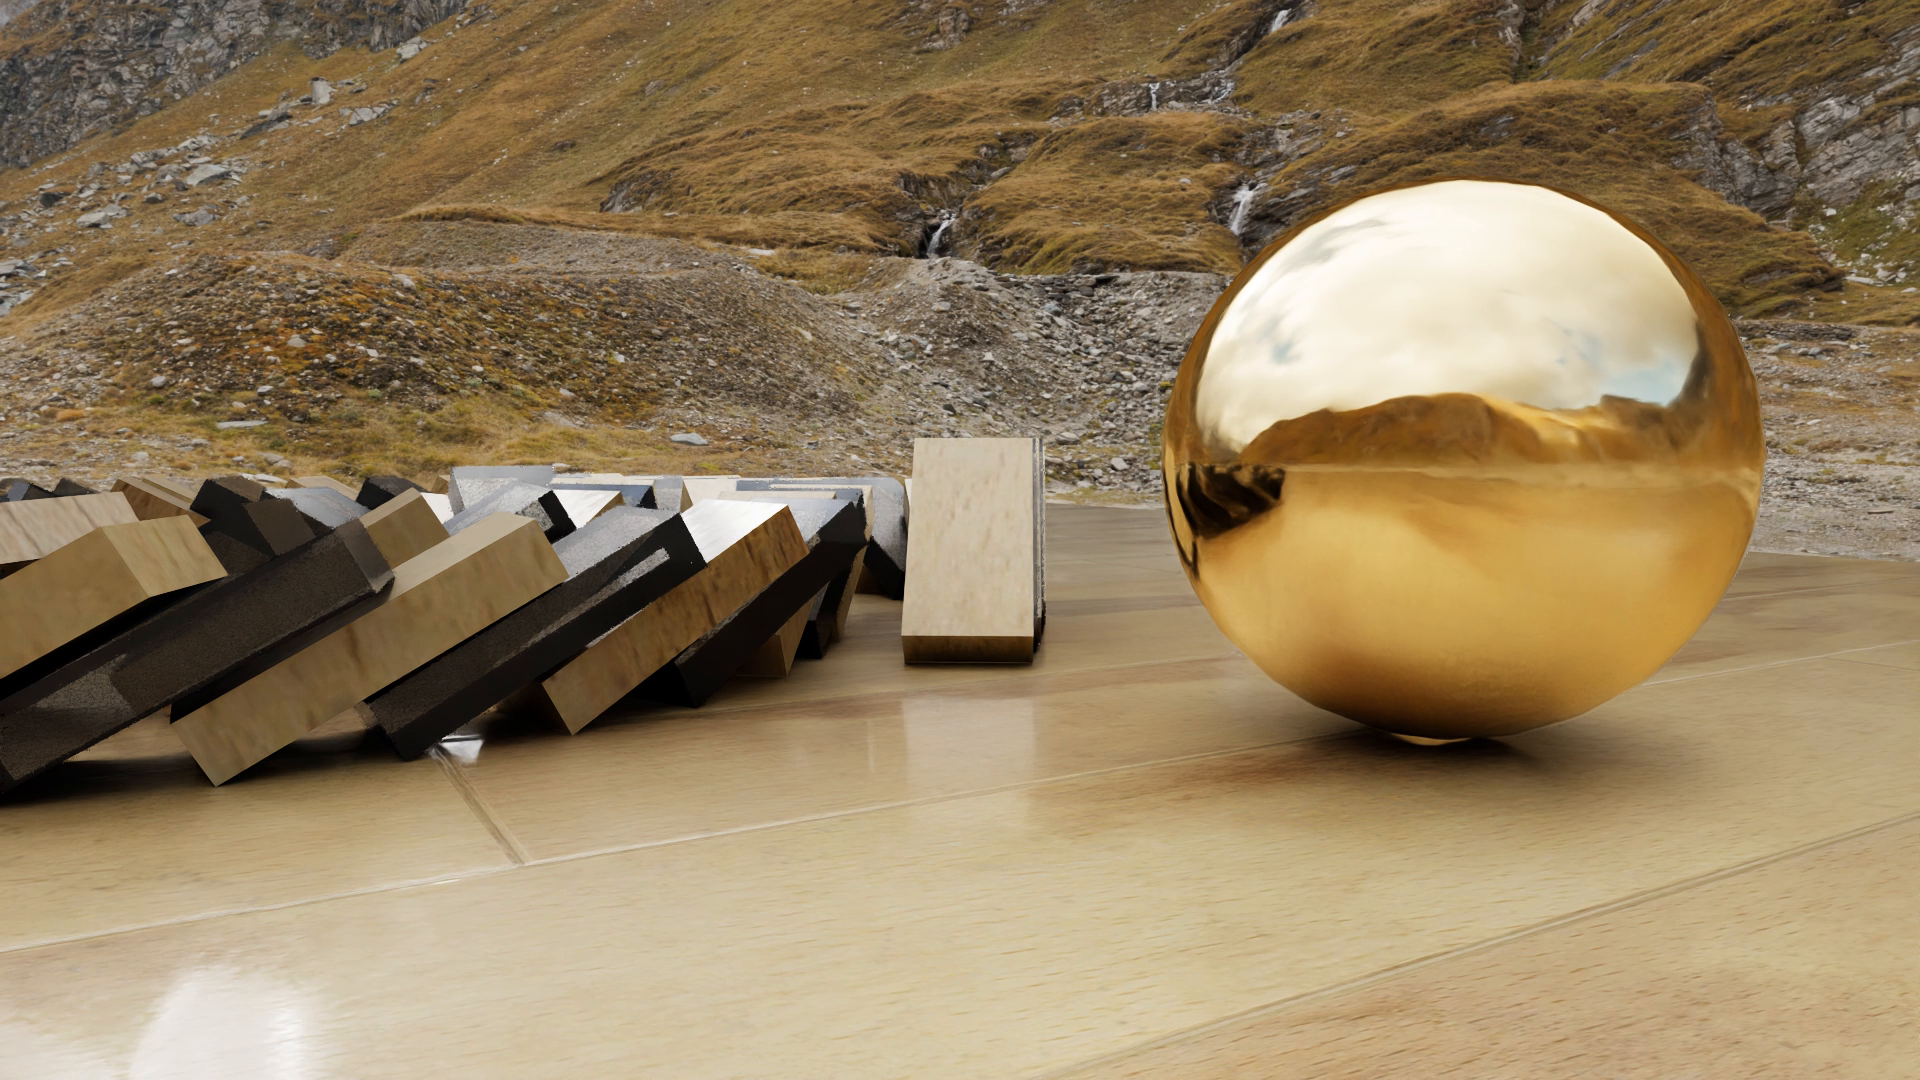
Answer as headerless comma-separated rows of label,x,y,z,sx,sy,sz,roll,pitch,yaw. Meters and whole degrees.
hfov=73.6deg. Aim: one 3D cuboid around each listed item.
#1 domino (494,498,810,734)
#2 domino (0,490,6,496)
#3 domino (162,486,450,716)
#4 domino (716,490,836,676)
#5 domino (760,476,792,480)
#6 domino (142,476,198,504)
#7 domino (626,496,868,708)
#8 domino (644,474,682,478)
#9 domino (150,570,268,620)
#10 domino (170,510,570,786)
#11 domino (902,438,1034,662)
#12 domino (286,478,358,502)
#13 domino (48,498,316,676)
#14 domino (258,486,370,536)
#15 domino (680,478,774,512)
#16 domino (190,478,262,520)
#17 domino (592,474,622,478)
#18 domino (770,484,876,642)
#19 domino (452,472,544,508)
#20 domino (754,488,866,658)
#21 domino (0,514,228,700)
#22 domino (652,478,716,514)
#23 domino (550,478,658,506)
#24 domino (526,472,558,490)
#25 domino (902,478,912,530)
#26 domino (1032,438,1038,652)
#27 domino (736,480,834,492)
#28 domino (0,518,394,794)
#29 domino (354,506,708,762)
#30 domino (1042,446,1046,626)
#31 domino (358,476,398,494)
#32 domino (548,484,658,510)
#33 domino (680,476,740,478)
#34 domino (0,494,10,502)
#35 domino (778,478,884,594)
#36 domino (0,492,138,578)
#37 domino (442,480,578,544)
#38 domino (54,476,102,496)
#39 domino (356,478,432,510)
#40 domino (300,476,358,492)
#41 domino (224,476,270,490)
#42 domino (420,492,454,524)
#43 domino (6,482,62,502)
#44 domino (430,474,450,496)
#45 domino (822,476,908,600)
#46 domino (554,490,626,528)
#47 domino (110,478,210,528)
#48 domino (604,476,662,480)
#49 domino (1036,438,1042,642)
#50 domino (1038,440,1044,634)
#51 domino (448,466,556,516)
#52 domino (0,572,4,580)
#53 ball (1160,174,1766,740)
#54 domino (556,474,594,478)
domino,-0.051,0.011,0.209,0.025,0.010,0.050,5,35,45
domino,-0.264,-0.002,0.376,0.025,0.010,0.050,4,-23,45
domino,-0.112,0.009,0.219,0.050,0.009,0.025,-35,19,-19
domino,-0.041,0.007,0.255,0.025,0.010,0.050,1,33,8
domino,-0.050,-0.003,0.401,0.025,0.010,0.050,-5,34,-46
domino,-0.233,-0.004,0.408,0.050,0.009,0.025,29,-7,-21
domino,-0.041,0.009,0.228,0.025,0.009,0.050,3,34,35
domino,-0.087,-0.005,0.424,0.050,0.009,0.025,34,21,26
domino,-0.179,0.013,0.325,0.050,0.009,0.025,0,4,-5
domino,-0.082,0.013,0.179,0.050,0.009,0.025,-34,20,-24
domino,0.002,0.001,0.261,0.025,0.050,0.010,0,-37,3
domino,-0.171,-0.002,0.379,0.050,0.009,0.025,28,1,-5
domino,-0.133,0.010,0.208,0.050,0.010,0.025,-31,10,-8
domino,-0.153,0.002,0.332,0.050,0.010,0.025,28,8,7
domino,-0.055,0.001,0.335,0.025,0.009,0.050,-2,34,-25
domino,-0.192,-0.002,0.373,0.050,0.010,0.025,29,-3,-12
domino,-0.107,-0.006,0.431,0.050,0.009,0.025,32,16,20
domino,-0.036,0.004,0.294,0.025,0.009,0.050,1,33,6
domino,-0.125,-0.003,0.384,0.050,0.009,0.025,35,17,20
domino,-0.037,0.006,0.274,0.025,0.009,0.050,1,33,8
domino,-0.120,0.014,0.156,0.050,0.009,0.025,-31,9,-7
domino,-0.070,0.000,0.352,0.025,0.010,0.050,-3,34,-35
domino,-0.089,0.003,0.300,0.025,0.009,0.050,1,35,0
domino,-0.128,-0.006,0.435,0.050,0.009,0.025,31,12,12
domino,-0.001,0.000,0.353,0.025,0.009,0.050,-1,33,-9
domino,0.004,0.000,0.274,0.025,0.050,0.010,0,-37,3
domino,-0.043,0.002,0.316,0.025,0.009,0.050,-1,34,-8
domino,-0.100,0.014,0.165,0.050,0.009,0.025,-31,13,-14
domino,-0.065,0.012,0.192,0.050,0.009,0.025,-36,23,-28
domino,0.008,-0.002,0.313,0.025,0.009,0.050,0,49,3
domino,-0.173,-0.006,0.430,0.050,0.009,0.025,28,1,-7
domino,-0.087,0.005,0.278,0.025,0.010,0.050,1,34,11
domino,-0.067,-0.004,0.413,0.050,0.009,0.025,37,25,31
domino,-0.175,0.010,0.203,0.050,0.009,0.025,-31,-6,22
domino,-0.033,-0.002,0.387,0.025,0.009,0.050,-4,34,-40
domino,-0.155,0.010,0.199,0.050,0.010,0.025,-31,-2,16
domino,-0.096,0.007,0.231,0.050,0.009,0.025,-38,26,-25
domino,-0.251,-0.003,0.394,0.050,0.009,0.025,32,-14,-31
domino,-0.150,-0.002,0.380,0.050,0.009,0.025,28,4,-2
domino,-0.194,-0.005,0.426,0.050,0.010,0.025,28,0,-9
domino,-0.214,-0.005,0.417,0.050,0.009,0.025,28,-4,-17
domino,-0.126,0.002,0.336,0.025,0.009,0.050,6,20,-43
domino,-0.225,0.001,0.342,0.025,0.010,0.050,4,-23,46
domino,-0.151,-0.006,0.434,0.050,0.009,0.025,29,6,2
domino,-0.019,-0.001,0.372,0.025,0.009,0.050,-3,34,-35
domino,-0.090,0.007,0.256,0.025,0.009,0.050,2,34,24
domino,-0.211,-0.001,0.361,0.050,0.009,0.025,31,-10,-24
domino,-0.086,-0.001,0.366,0.025,0.009,0.050,-4,35,-43
domino,0.005,-0.001,0.287,0.025,0.050,0.009,0,-37,3
domino,0.007,-0.002,0.299,0.025,0.050,0.010,0,-37,3
domino,-0.108,0.000,0.316,0.025,0.010,0.050,-3,41,-33
domino,-0.142,0.015,0.149,0.050,0.009,0.025,-28,1,8
ball,0.070,-0.011,0.186,0.080,0.080,0.080,0,4,0
domino,-0.106,-0.002,0.376,0.050,0.009,0.025,37,22,27
